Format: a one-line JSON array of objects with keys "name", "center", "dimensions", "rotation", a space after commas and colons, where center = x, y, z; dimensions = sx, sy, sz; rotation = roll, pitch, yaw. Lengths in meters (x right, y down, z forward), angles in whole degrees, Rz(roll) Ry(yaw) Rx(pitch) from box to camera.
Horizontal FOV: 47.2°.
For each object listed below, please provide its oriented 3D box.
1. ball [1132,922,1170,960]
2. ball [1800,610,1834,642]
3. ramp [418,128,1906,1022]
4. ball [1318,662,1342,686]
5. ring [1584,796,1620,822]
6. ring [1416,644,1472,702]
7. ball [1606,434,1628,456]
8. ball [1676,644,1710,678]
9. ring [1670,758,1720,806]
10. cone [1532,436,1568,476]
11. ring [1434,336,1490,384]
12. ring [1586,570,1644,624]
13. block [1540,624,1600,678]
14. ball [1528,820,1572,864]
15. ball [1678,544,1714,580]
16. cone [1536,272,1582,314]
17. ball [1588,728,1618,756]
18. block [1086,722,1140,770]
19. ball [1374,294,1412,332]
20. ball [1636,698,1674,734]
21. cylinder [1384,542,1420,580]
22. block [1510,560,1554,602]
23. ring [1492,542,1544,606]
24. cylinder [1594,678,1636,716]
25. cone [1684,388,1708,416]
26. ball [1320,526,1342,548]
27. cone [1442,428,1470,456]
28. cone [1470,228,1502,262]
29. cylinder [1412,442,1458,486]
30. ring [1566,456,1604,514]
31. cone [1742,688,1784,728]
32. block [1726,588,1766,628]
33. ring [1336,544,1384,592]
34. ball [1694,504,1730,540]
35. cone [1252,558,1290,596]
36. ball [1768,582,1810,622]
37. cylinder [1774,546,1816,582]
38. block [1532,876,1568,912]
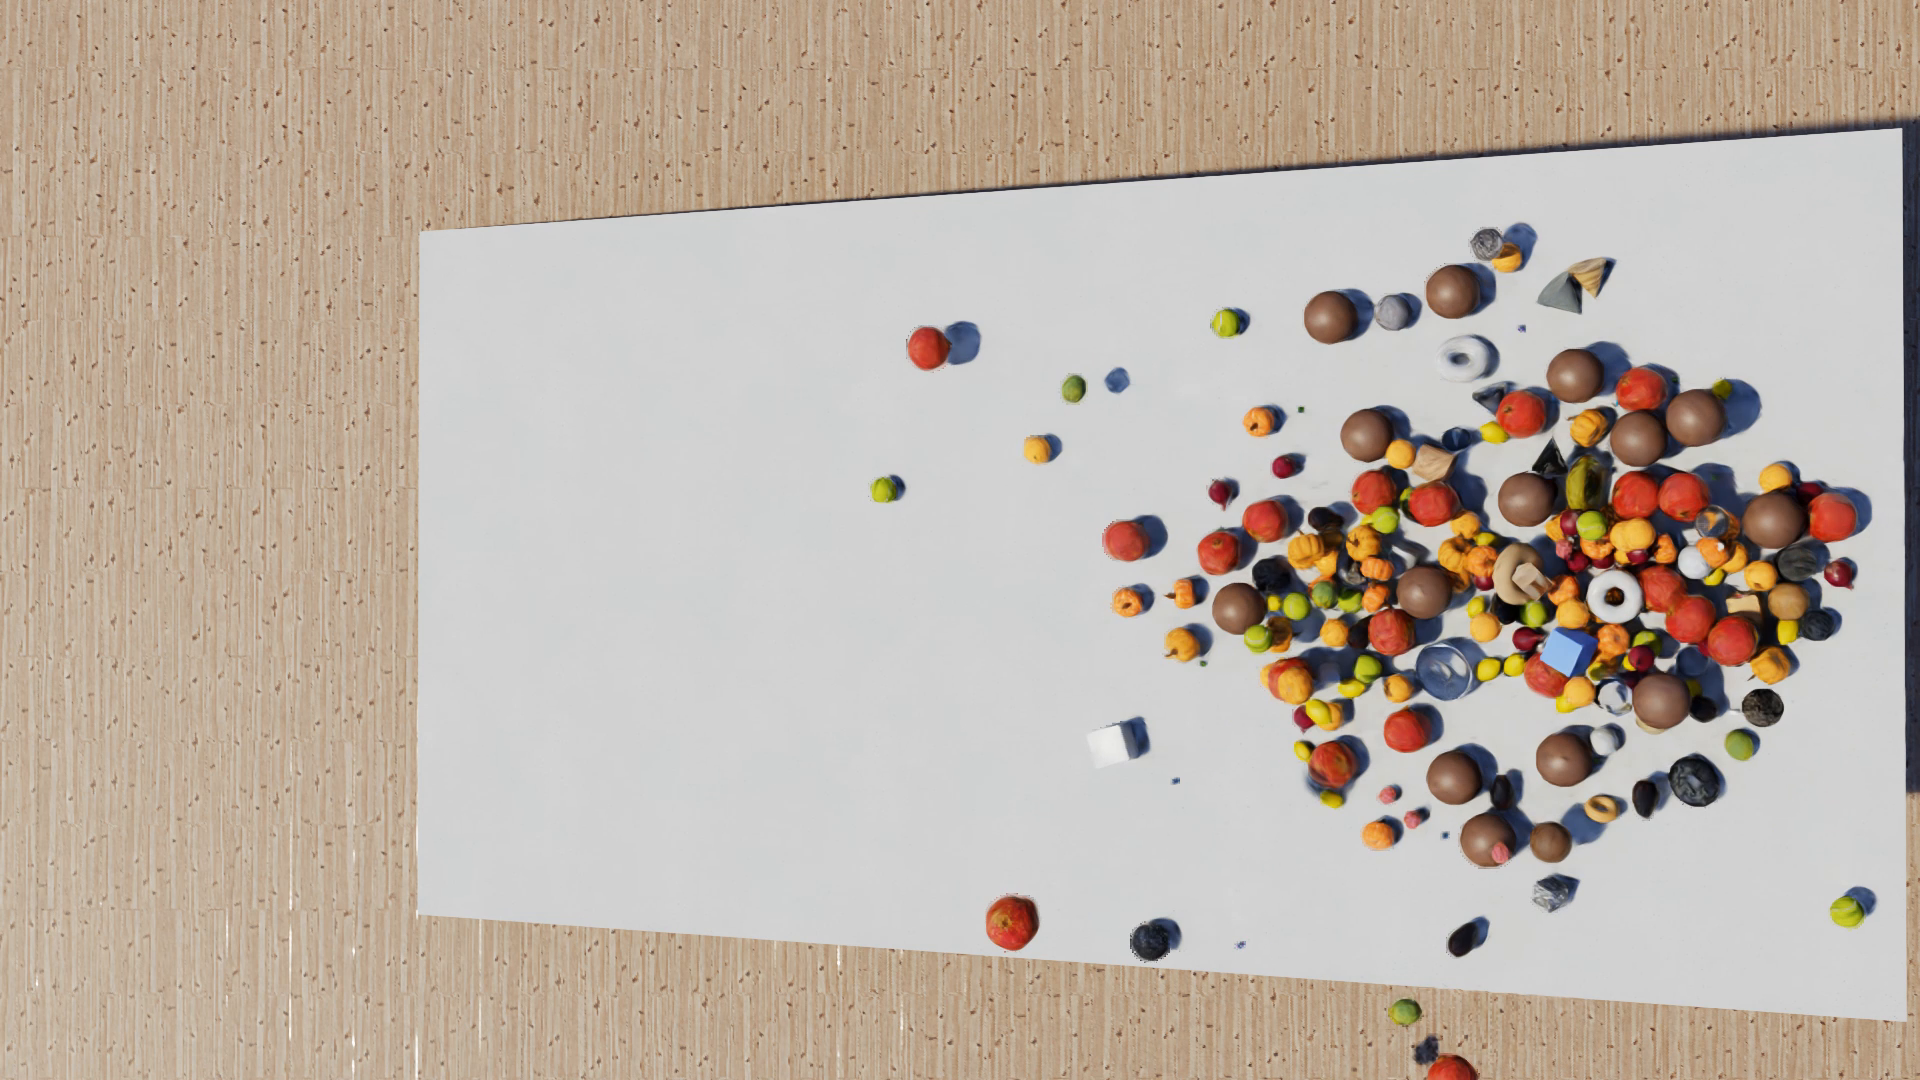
[{"name": "ball", "center": [0.479, 1.010, 5.531], "dimensions": [0.093, 0.093, 0.093], "rotation": [0, 89, 0]}, {"name": "ball", "center": [1.931, 0.194, 4.952], "dimensions": [0.070, 0.070, 0.070], "rotation": [0, 89, 0]}, {"name": "ramp", "center": [0.283, 0.086, 5.728], "dimensions": [4.000, 0.100, 2.000], "rotation": [0, 89, 22]}, {"name": "ball", "center": [0.906, 0.327, 5.383], "dimensions": [0.059, 0.059, 0.059], "rotation": [0, 89, 0]}, {"name": "ring", "center": [1.497, 0.627, 5.127], "dimensions": [0.081, 0.081, 0.027], "rotation": [-3, 126, 0]}, {"name": "ring", "center": [1.156, 0.317, 5.260], "dimensions": [0.050, 0.149, 0.149], "rotation": [-29, 89, -40]}, {"name": "ball", "center": [1.536, -0.220, 5.136], "dimensions": [0.050, 0.050, 0.050], "rotation": [0, 89, 0]}, {"name": "ball", "center": [1.685, 0.279, 5.055], "dimensions": [0.075, 0.075, 0.075], "rotation": [0, 89, 0]}, {"name": "ring", "center": [1.682, 0.554, 5.040], "dimensions": [0.122, 0.041, 0.122], "rotation": [8, 59, -13]}, {"name": "cone", "center": [1.364, -0.202, 5.071], "dimensions": [0.082, 0.082, 0.082], "rotation": [9, 75, 0]}, {"name": "ring", "center": [1.201, -0.431, 5.254], "dimensions": [0.131, 0.044, 0.131], "rotation": [-8, 57, 12]}, {"name": "ring", "center": [1.504, 0.130, 5.048], "dimensions": [0.127, 0.042, 0.127], "rotation": [3, 100, 21]}, {"name": "block", "center": [1.406, 0.254, 5.074], "dimensions": [0.082, 0.082, 0.082], "rotation": [34, 119, 34]}, {"name": "ball", "center": [1.361, 0.696, 5.065], "dimensions": [0.097, 0.097, 0.097], "rotation": [0, 89, 0]}, {"name": "ball", "center": [1.687, 0.050, 5.040], "dimensions": [0.082, 0.082, 0.082], "rotation": [0, 89, 0]}, {"name": "cone", "center": [1.433, -0.562, 5.185], "dimensions": [0.100, 0.100, 0.100], "rotation": [39, 89, -9]}, {"name": "ball", "center": [1.501, 0.470, 5.132], "dimensions": [0.067, 0.067, 0.067], "rotation": [0, 89, 0]}, {"name": "block", "center": [0.388, 0.522, 5.576], "dimensions": [0.092, 0.092, 0.092], "rotation": [-18, 82, 21]}, {"name": "ball", "center": [1.047, -0.549, 5.320], "dimensions": [0.088, 0.088, 0.088], "rotation": [0, 89, 0]}, {"name": "ball", "center": [1.600, 0.407, 5.068], "dimensions": [0.084, 0.084, 0.084], "rotation": [0, 89, 0]}, {"name": "cylinder", "center": [1.067, 0.052, 5.308], "dimensions": [0.068, 0.068, 0.068], "rotation": [19, 110, 0]}, {"name": "block", "center": [1.324, 0.093, 5.086], "dimensions": [0.057, 0.057, 0.057], "rotation": [34, 105, -33]}, {"name": "ring", "center": [1.308, 0.080, 5.149], "dimensions": [0.149, 0.050, 0.149], "rotation": [-5, 100, -32]}, {"name": "cylinder", "center": [1.498, 0.360, 5.035], "dimensions": [0.076, 0.076, 0.076], "rotation": [-9, 72, 30]}, {"name": "cone", "center": [1.710, -0.310, 5.078], "dimensions": [0.058, 0.058, 0.058], "rotation": [-27, 106, 0]}, {"name": "ball", "center": [0.910, -0.008, 5.390], "dimensions": [0.051, 0.051, 0.051], "rotation": [0, 89, 0]}, {"name": "cone", "center": [1.190, -0.222, 5.275], "dimensions": [0.068, 0.068, 0.068], "rotation": [-6, 54, 8]}, {"name": "cone", "center": [1.207, -0.691, 5.116], "dimensions": [0.079, 0.079, 0.079], "rotation": [0, 90, 44]}, {"name": "cylinder", "center": [1.138, -0.181, 5.277], "dimensions": [0.082, 0.082, 0.082], "rotation": [26, 89, 20]}, {"name": "ring", "center": [1.456, -0.128, 5.122], "dimensions": [0.047, 0.141, 0.141], "rotation": [8, 89, 40]}, {"name": "cone", "center": [1.820, 0.383, 4.990], "dimensions": [0.090, 0.090, 0.090], "rotation": [0, 89, 22]}, {"name": "block", "center": [1.789, 0.155, 5.003], "dimensions": [0.068, 0.068, 0.068], "rotation": [-12, 96, 28]}, {"name": "ring", "center": [0.973, 0.067, 5.340], "dimensions": [0.124, 0.041, 0.124], "rotation": [4, 66, -9]}, {"name": "ball", "center": [1.684, -0.040, 4.923], "dimensions": [0.078, 0.078, 0.078], "rotation": [0, 89, 0]}, {"name": "cone", "center": [0.750, 0.108, 5.408], "dimensions": [0.098, 0.098, 0.098], "rotation": [9, 113, 22]}, {"name": "ball", "center": [1.868, 0.138, 4.956], "dimensions": [0.090, 0.090, 0.090], "rotation": [0, 89, 0]}, {"name": "cylinder", "center": [1.885, 0.053, 4.967], "dimensions": [0.080, 0.080, 0.080], "rotation": [0, 89, 13]}, {"name": "block", "center": [1.387, 0.831, 5.161], "dimensions": [0.054, 0.054, 0.054], "rotation": [-13, 119, -26]}]
